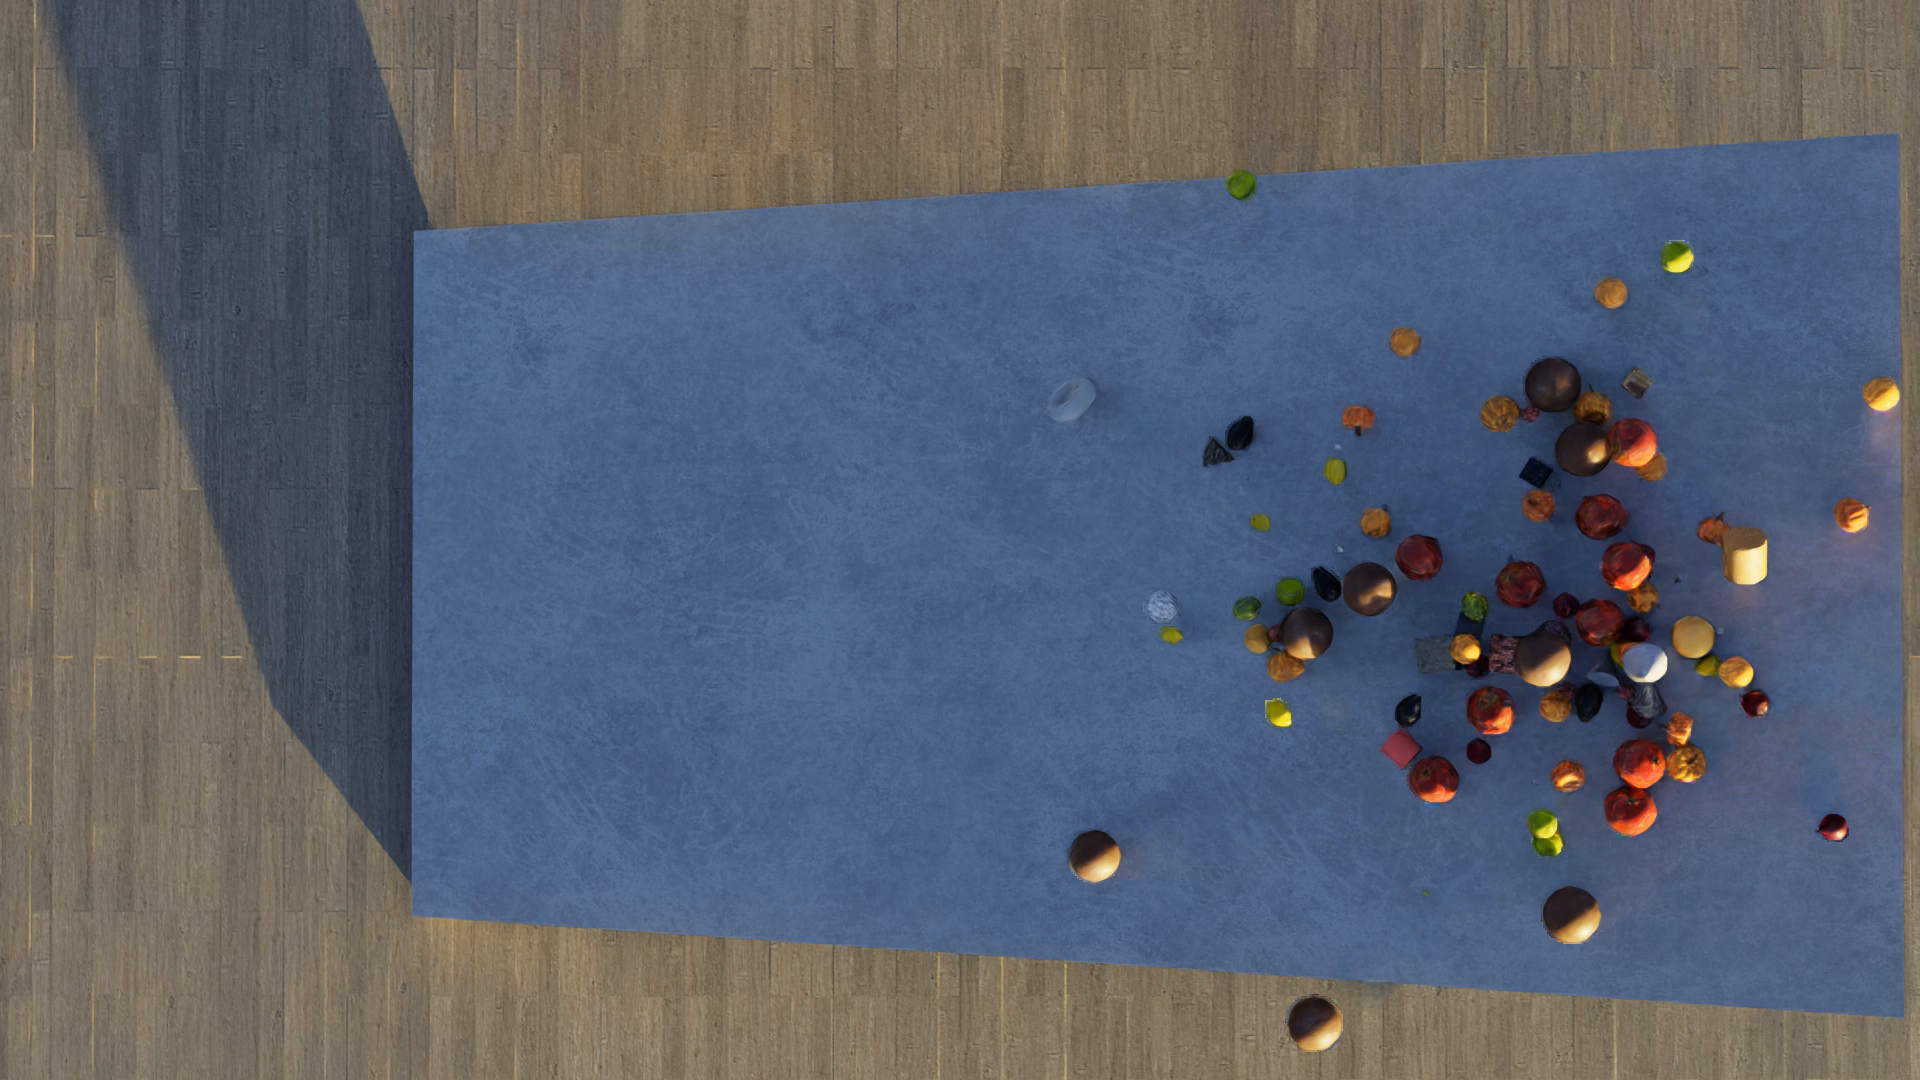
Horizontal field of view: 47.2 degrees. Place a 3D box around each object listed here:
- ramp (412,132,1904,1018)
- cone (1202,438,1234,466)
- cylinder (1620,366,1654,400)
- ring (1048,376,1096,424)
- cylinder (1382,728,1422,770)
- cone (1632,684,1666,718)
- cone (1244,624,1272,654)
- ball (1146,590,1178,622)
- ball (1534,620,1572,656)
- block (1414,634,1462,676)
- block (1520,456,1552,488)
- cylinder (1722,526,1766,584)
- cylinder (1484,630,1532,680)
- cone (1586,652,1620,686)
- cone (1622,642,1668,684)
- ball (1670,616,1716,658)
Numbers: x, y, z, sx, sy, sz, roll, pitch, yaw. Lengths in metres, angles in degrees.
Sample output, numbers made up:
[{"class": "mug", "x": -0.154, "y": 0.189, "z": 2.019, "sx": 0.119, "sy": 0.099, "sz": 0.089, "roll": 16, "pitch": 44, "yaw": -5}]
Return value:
[{"class": "ramp", "x": 0.282, "y": 0.087, "z": 5.742, "sx": 4.000, "sy": 0.100, "sz": 2.000, "roll": 0, "pitch": 89, "yaw": 21}, {"class": "cone", "x": 0.658, "y": -0.211, "z": 5.526, "sx": 0.074, "sy": 0.074, "sz": 0.074, "roll": 17, "pitch": 89, "yaw": -5}, {"class": "cylinder", "x": 1.587, "y": -0.369, "z": 5.155, "sx": 0.055, "sy": 0.055, "sz": 0.055, "roll": 39, "pitch": 87, "yaw": 0}, {"class": "ring", "x": 0.286, "y": -0.359, "z": 5.617, "sx": 0.144, "sy": 0.144, "sz": 0.048, "roll": -46, "pitch": 118, "yaw": -1}, {"class": "cylinder", "x": 1.073, "y": 0.505, "z": 5.336, "sx": 0.072, "sy": 0.072, "sz": 0.072, "roll": -45, "pitch": 74, "yaw": -1}, {"class": "cone", "x": 1.603, "y": 0.358, "z": 5.098, "sx": 0.079, "sy": 0.079, "sz": 0.079, "roll": -3, "pitch": 131, "yaw": 0}, {"class": "cone", "x": 0.733, "y": 0.248, "z": 5.472, "sx": 0.072, "sy": 0.072, "sz": 0.072, "roll": 0, "pitch": 89, "yaw": 21}, {"class": "ball", "x": 0.510, "y": 0.168, "z": 5.555, "sx": 0.082, "sy": 0.082, "sz": 0.082, "roll": 0, "pitch": 89, "yaw": 0}, {"class": "ball", "x": 1.403, "y": 0.233, "z": 5.203, "sx": 0.085, "sy": 0.085, "sz": 0.085, "roll": 0, "pitch": 89, "yaw": 0}, {"class": "block", "x": 1.152, "y": 0.275, "z": 5.298, "sx": 0.086, "sy": 0.086, "sz": 0.086, "roll": -10, "pitch": 86, "yaw": 23}, {"class": "block", "x": 1.371, "y": -0.159, "z": 5.237, "sx": 0.054, "sy": 0.054, "sz": 0.054, "roll": 35, "pitch": 101, "yaw": 18}, {"class": "cylinder", "x": 1.791, "y": 0.035, "z": 5.019, "sx": 0.095, "sy": 0.095, "sz": 0.095, "roll": -14, "pitch": 122, "yaw": 0}, {"class": "cylinder", "x": 1.306, "y": 0.273, "z": 5.239, "sx": 0.087, "sy": 0.087, "sz": 0.087, "roll": 18, "pitch": 112, "yaw": 0}, {"class": "cone", "x": 1.526, "y": 0.294, "z": 5.181, "sx": 0.078, "sy": 0.078, "sz": 0.078, "roll": 24, "pitch": 70, "yaw": 0}, {"class": "cone", "x": 1.562, "y": 0.299, "z": 5.016, "sx": 0.100, "sy": 0.100, "sz": 0.100, "roll": 6, "pitch": 110, "yaw": 16}, {"class": "ball", "x": 1.692, "y": 0.225, "z": 5.079, "sx": 0.098, "sy": 0.098, "sz": 0.098, "roll": 0, "pitch": 89, "yaw": 0}]
